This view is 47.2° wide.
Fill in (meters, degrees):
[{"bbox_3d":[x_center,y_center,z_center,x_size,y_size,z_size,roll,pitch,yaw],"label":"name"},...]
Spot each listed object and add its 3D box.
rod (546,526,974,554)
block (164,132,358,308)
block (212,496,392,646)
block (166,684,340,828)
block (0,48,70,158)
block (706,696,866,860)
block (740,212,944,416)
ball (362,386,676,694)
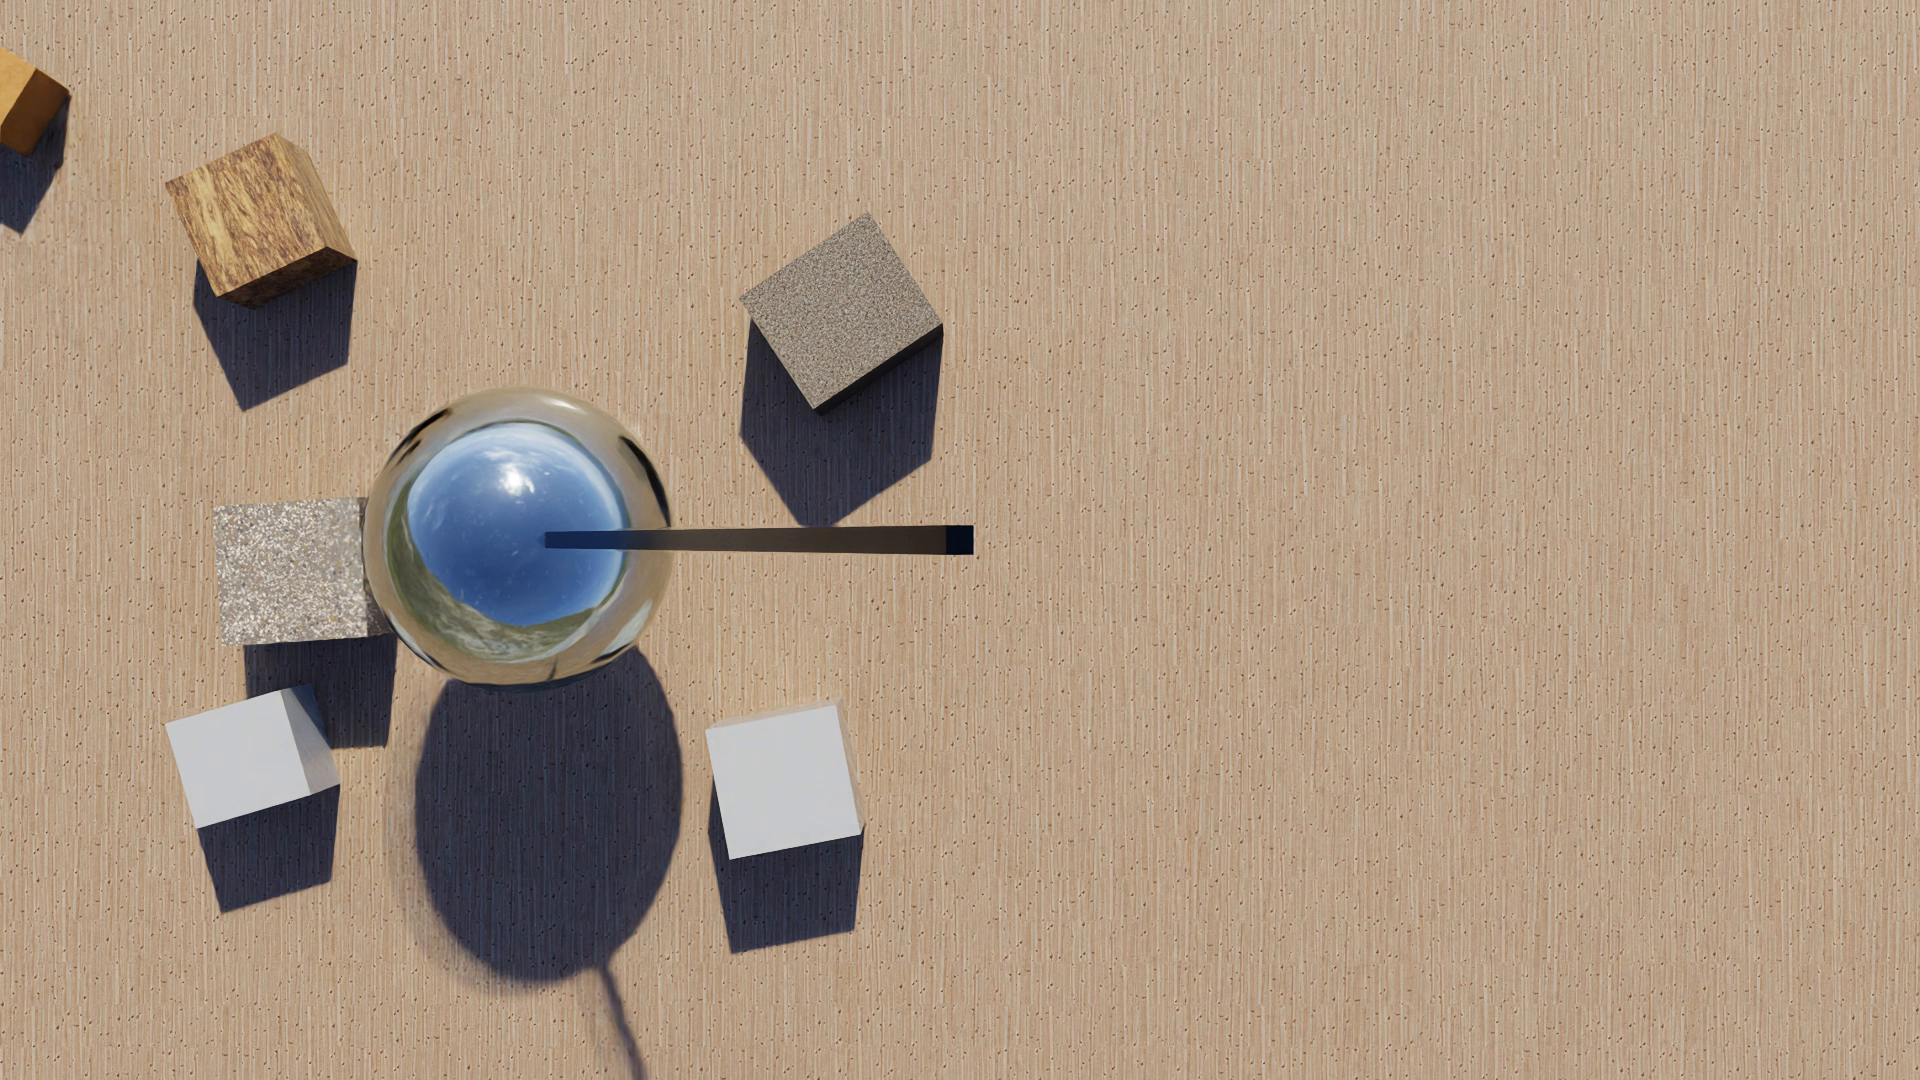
[{"bbox_3d":[-0.989,0.000,8.300,0.080,5.200,0.080,0,90,-22],"label":"rod"},{"bbox_3d":[-4.019,-1.829,12.685,0.686,0.629,0.706,-25,90,0],"label":"block"},{"bbox_3d":[-3.749,0.177,12.652,0.815,0.695,0.785,-4,90,0],"label":"block"},{"bbox_3d":[-4.072,1.237,12.700,0.675,0.601,0.617,-16,90,0],"label":"block"},{"bbox_3d":[-5.556,-2.575,12.747,0.423,0.455,0.466,30,86,3],"label":"block"},{"bbox_3d":[-0.993,1.357,12.660,0.746,0.680,0.737,-11,90,0],"label":"block"},{"bbox_3d":[-0.665,-1.280,12.622,0.869,0.756,0.749,-34,90,0],"label":"block"},{"bbox_3d":[-2.282,0.000,11.445,1.600,1.600,1.600,0,90,0],"label":"ball"}]
